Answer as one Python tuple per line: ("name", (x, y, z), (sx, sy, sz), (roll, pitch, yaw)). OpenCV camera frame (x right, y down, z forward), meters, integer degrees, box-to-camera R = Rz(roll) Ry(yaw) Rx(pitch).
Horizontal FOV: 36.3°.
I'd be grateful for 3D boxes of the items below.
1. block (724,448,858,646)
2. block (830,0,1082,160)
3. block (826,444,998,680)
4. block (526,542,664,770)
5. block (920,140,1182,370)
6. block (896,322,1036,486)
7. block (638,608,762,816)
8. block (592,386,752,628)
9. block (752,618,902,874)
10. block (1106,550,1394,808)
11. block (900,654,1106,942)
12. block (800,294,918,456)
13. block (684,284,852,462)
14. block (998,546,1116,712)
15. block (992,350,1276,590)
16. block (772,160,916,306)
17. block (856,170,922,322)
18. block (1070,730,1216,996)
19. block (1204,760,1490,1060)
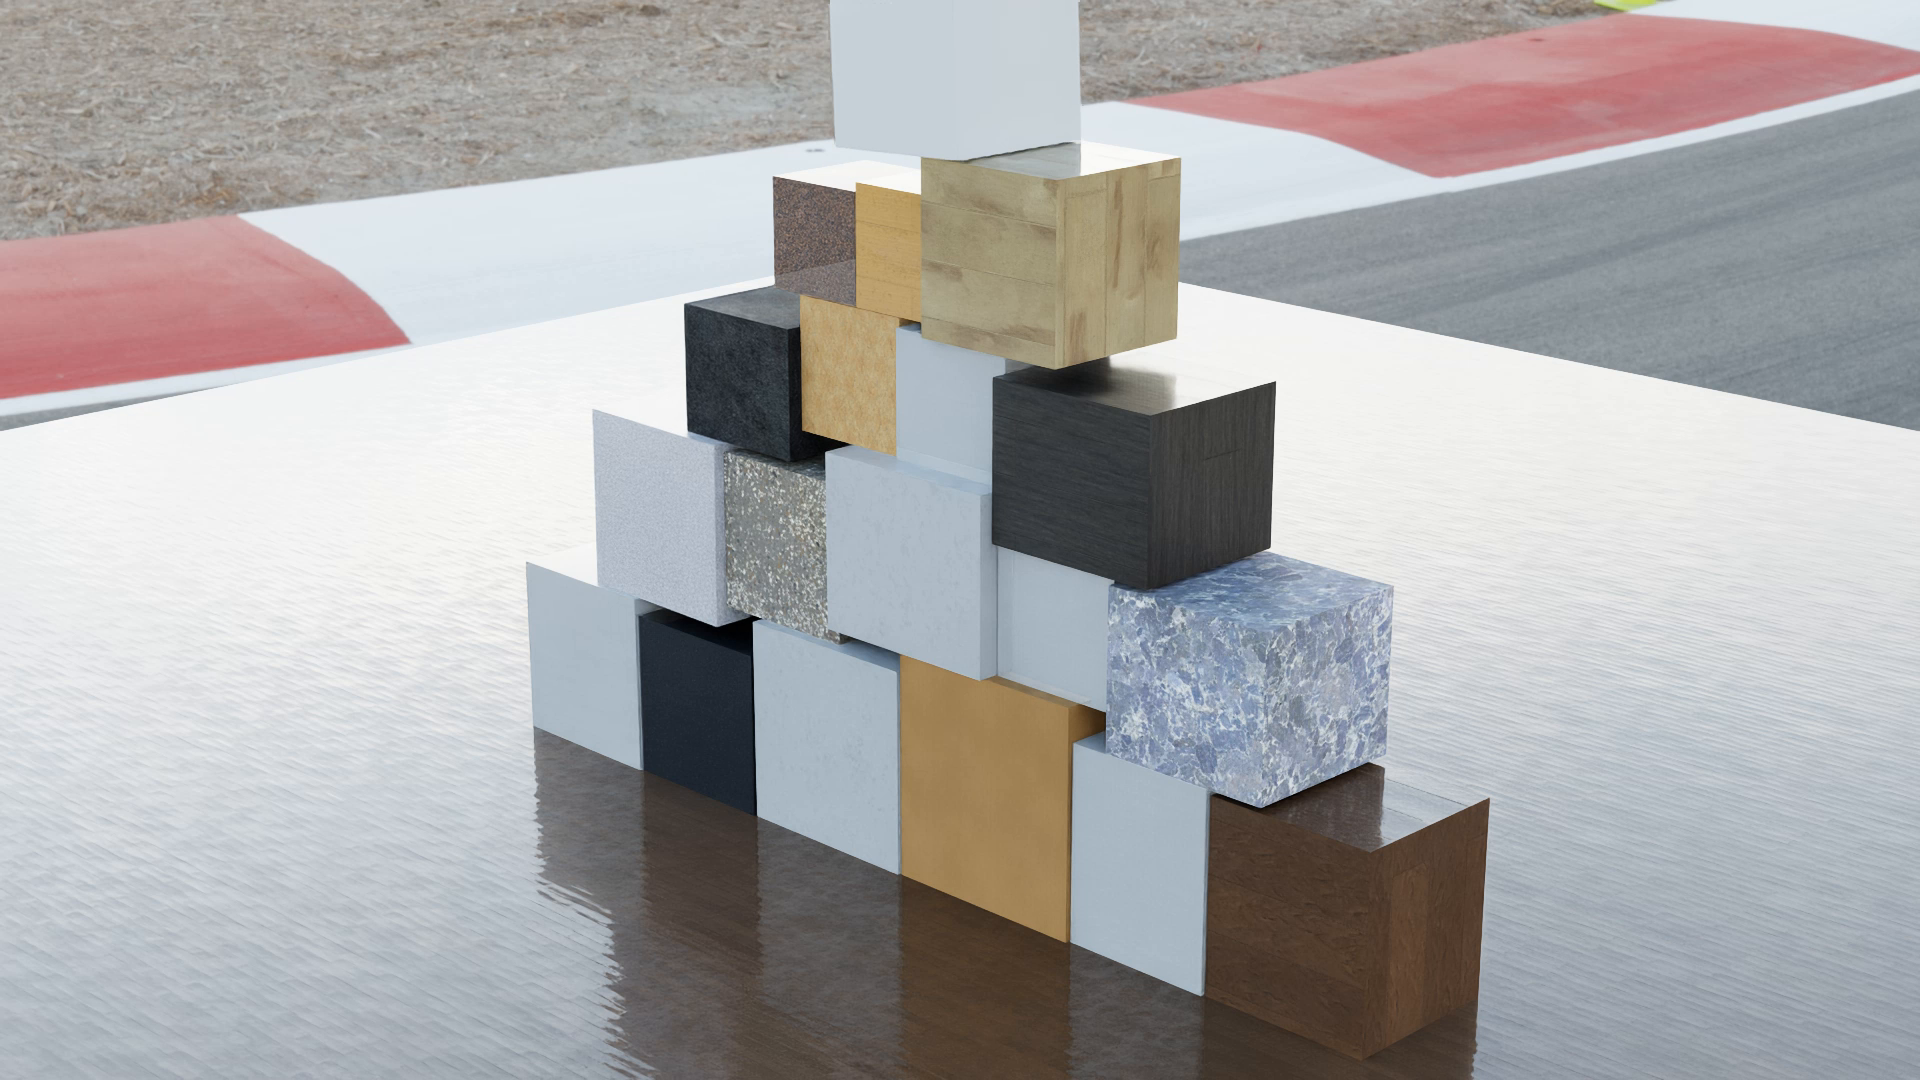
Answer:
("block", (-0.550, -0.051, 13.929), (0.806, 0.768, 0.791), (-17, 24, -42))
("block", (-0.020, -2.117, 12.683), (0.758, 0.804, 0.759), (-17, 21, -42))
("block", (0.076, 0.008, 13.280), (0.949, 0.840, 0.976), (-17, 24, -42))
("block", (-1.574, 0.528, 15.161), (0.956, 0.901, 0.880), (-17, 24, -42))
("block", (0.386, -1.250, 12.563), (0.771, 0.792, 0.793), (-17, 24, -42))
("block", (0.192, -0.646, 12.961), (0.671, 0.599, 0.668), (-17, 24, -42))
("block", (-0.958, 0.752, 14.590), (0.931, 0.817, 0.836), (-17, 24, -42))
("block", (-1.164, -0.211, 14.510), (0.904, 0.902, 0.918), (-17, 25, -42))
("block", (-0.301, 0.862, 13.953), (0.932, 0.988, 0.979), (-17, 24, -42))
("block", (1.206, 0.546, 12.258), (0.828, 0.748, 0.843), (-17, 24, -42))
("block", (0.414, 1.029, 13.252), (0.900, 1.091, 1.029), (-17, 24, -42))
("block", (-0.286, -0.804, 13.401), (0.600, 0.637, 0.650), (-17, 24, -42))
("block", (-0.782, -0.817, 13.906), (0.736, 0.624, 0.736), (17, 24, 42))
("block", (0.660, 0.295, 12.745), (0.727, 0.614, 0.673), (-17, 24, -42))
("block", (0.734, -0.326, 12.464), (0.801, 0.739, 0.886), (-17, 24, -42))
("block", (-0.453, -1.409, 13.396), (0.579, 0.520, 0.546), (-17, 24, -42))
("block", (-0.095, -1.312, 13.011), (0.536, 0.565, 0.501), (-17, 24, -42))
("block", (1.046, 1.296, 12.670), (0.855, 0.930, 0.744), (-17, 24, -42))
("block", (1.596, 1.480, 12.131), (0.795, 0.903, 0.819), (-17, 24, -42))
